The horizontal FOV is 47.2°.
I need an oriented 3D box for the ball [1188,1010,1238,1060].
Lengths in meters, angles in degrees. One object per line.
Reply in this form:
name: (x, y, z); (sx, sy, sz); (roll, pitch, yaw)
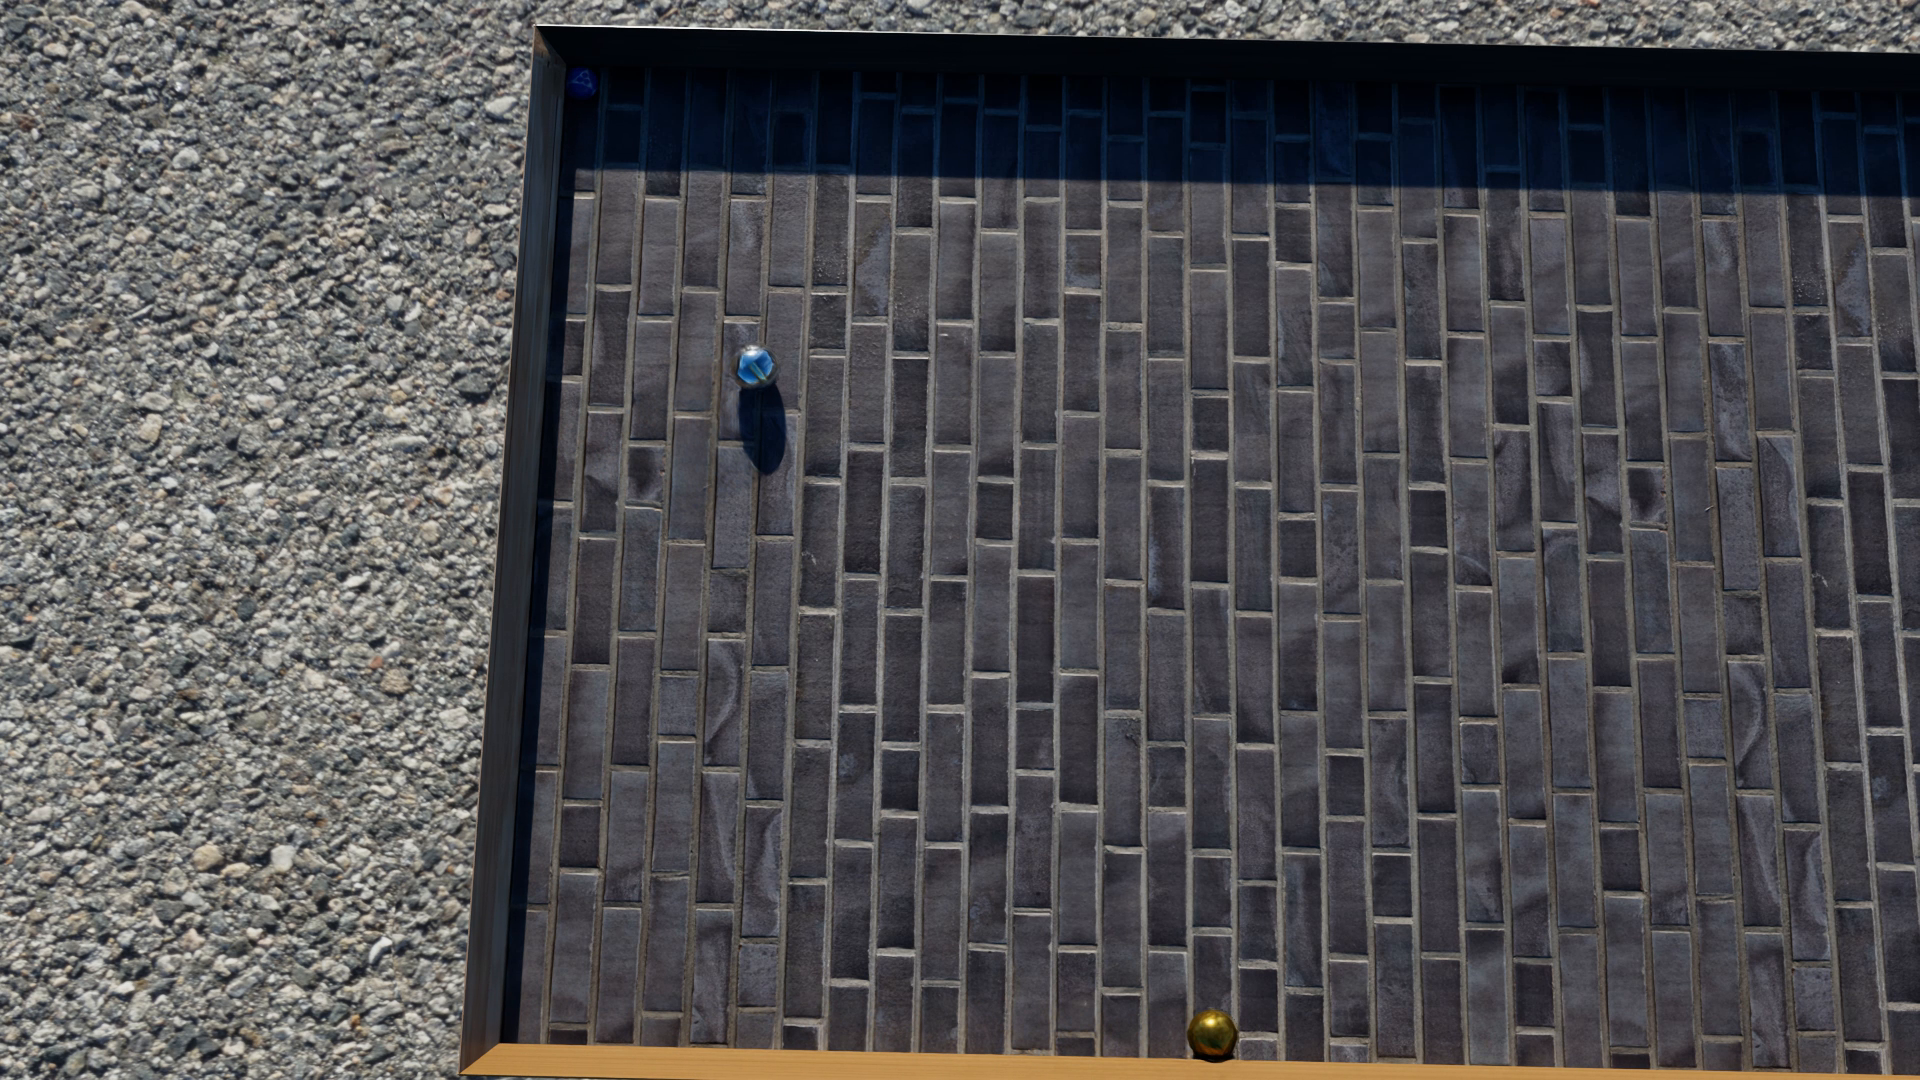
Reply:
ball: (0.362, 0.711, 3.155); (0.071, 0.071, 0.071); (0, 77, 0)

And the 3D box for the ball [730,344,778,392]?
ball: (-0.316, -0.265, 3.385); (0.073, 0.073, 0.073); (0, 77, 0)

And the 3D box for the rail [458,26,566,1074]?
rail: (-0.663, -0.018, 3.314); (0.045, 0.095, 1.605); (1, 77, 0)

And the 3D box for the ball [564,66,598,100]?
ball: (-0.604, -0.728, 3.504); (0.055, 0.055, 0.055); (0, 77, 0)

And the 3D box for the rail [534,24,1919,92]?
rail: (0.704, -0.747, 3.487); (2.749, 0.095, 0.045); (1, 77, 0)

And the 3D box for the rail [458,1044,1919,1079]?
rail: (0.670, 0.769, 3.127); (2.749, 0.095, 0.045); (1, 77, 0)
